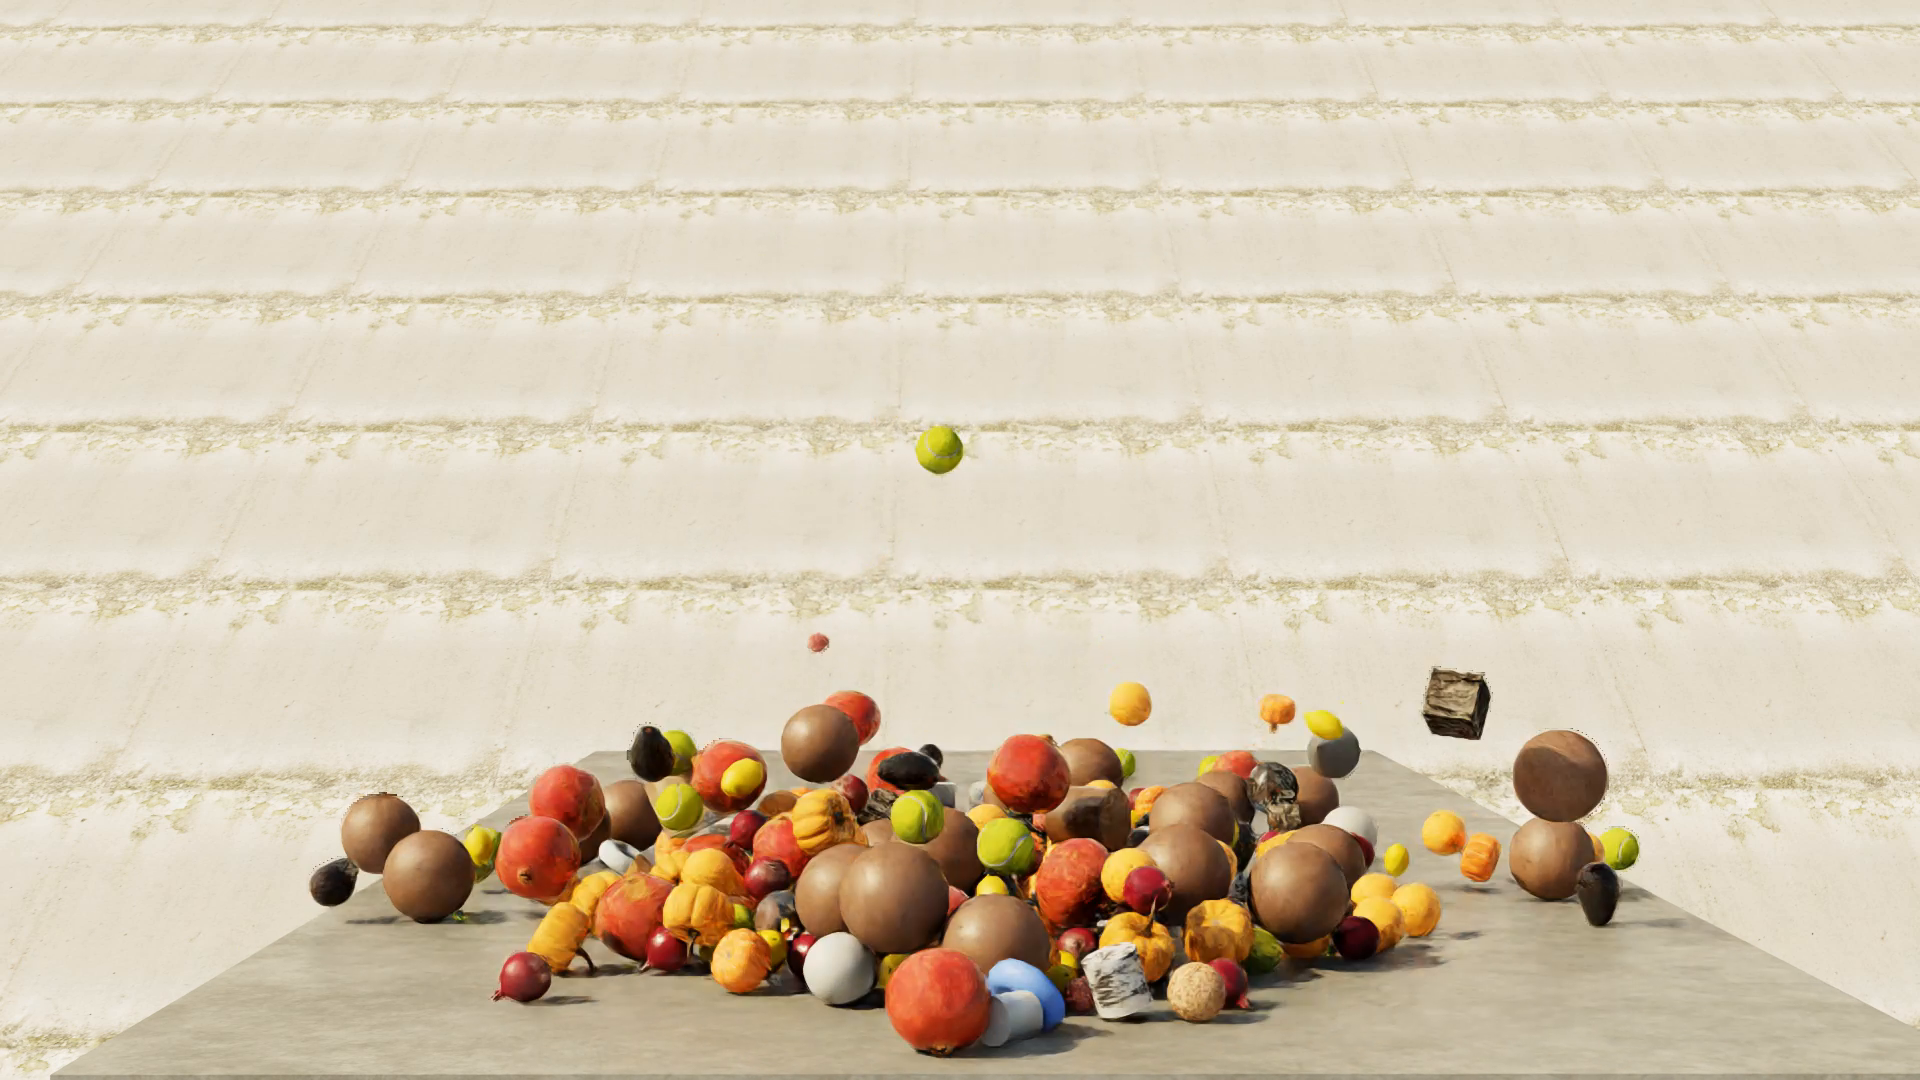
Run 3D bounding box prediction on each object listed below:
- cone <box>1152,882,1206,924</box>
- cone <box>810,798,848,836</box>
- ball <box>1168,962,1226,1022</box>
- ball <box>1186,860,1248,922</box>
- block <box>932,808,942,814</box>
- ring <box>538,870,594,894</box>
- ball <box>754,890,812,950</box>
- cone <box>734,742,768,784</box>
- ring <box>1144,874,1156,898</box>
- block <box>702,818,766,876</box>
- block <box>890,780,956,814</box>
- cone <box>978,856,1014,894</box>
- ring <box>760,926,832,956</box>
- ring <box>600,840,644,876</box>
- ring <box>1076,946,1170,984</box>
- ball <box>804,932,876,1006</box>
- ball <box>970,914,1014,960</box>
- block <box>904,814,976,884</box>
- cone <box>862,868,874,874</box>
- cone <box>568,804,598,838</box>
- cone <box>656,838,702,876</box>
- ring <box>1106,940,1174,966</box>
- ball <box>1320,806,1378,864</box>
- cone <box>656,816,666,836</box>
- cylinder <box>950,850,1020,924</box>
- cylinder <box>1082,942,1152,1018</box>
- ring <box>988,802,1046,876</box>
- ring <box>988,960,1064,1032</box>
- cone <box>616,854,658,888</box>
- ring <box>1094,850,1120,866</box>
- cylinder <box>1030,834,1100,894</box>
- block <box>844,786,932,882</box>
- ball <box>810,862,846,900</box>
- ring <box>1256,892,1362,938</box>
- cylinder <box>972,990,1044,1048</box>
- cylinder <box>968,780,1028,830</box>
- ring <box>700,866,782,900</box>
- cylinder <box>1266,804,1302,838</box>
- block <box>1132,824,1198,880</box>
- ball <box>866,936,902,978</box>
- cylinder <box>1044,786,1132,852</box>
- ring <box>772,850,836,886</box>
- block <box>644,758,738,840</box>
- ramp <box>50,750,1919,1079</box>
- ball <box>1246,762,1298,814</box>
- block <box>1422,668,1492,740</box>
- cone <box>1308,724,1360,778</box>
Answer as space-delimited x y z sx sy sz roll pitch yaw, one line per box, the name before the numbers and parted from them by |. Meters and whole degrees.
cone | 0.320 0.530 3.670 0.068 0.068 0.068 27 31 -4
cone | -0.221 0.518 4.694 0.078 0.078 0.078 -15 25 -25
ball | 0.269 0.513 2.937 0.067 0.067 0.067 0 30 0
ball | 0.367 0.502 3.702 0.088 0.088 0.088 0 30 0
block | -0.066 0.509 4.562 0.069 0.069 0.069 0 -1 0
ring | -0.612 0.531 4.025 0.087 0.029 0.087 -1 0 0
ball | -0.222 0.476 3.242 0.075 0.075 0.075 0 30 0
cone | -0.333 0.333 3.970 0.057 0.057 0.057 -15 61 -25
ring | 0.219 0.514 3.751 0.135 0.045 0.135 -12 -4 -1
block | -0.363 0.499 4.164 0.093 0.093 0.093 0 0 -12
block | -0.069 0.501 4.869 0.086 0.086 0.086 0 0 -44
cone | 0.067 0.510 3.963 0.058 0.058 0.058 -23 2 -34
ring | -0.216 0.529 3.421 0.098 0.033 0.098 0 -1 0
ring | -0.536 0.513 4.143 0.094 0.031 0.094 32 7 -4
ring | 0.201 0.523 3.179 0.116 0.039 0.116 5 -5 0
ball | -0.141 0.504 3.041 0.085 0.085 0.085 0 30 0
ball | 0.041 0.516 3.365 0.059 0.059 0.059 0 30 0
block | -0.037 0.485 4.059 0.096 0.096 0.096 0 73 14
cone | -0.134 0.509 4.236 0.062 0.062 0.062 -7 8 1
cone | -0.662 0.504 4.564 0.054 0.054 0.054 -2 36 2
cone | -0.458 0.507 4.229 0.076 0.076 0.076 0 0 0
ring | 0.228 0.531 3.299 0.093 0.031 0.093 3 3 0
ball | 0.653 0.496 4.349 0.096 0.096 0.096 0 30 0
cone | -0.495 0.502 4.675 0.083 0.083 0.083 -20 9 -30
cylinder | 0.036 0.486 3.606 0.092 0.092 0.092 -2 70 4
cylinder | 0.179 0.502 2.949 0.065 0.065 0.065 -18 7 2
ring | 0.102 0.487 4.208 0.123 0.123 0.041 -16 16 -26
ring | 0.073 0.505 2.866 0.097 0.097 0.032 21 49 32
cone | -0.516 0.532 4.057 0.059 0.059 0.059 -28 26 15
ring | 0.204 0.463 4.034 0.111 0.037 0.111 43 16 -15
cylinder | 0.157 0.478 3.901 0.083 0.083 0.083 8 57 -14
block | -0.108 0.448 3.932 0.092 0.092 0.092 20 21 8
ball | -0.200 0.517 3.920 0.056 0.056 0.056 0 30 0
ring | 0.484 0.520 3.595 0.147 0.049 0.147 2 0 0
cylinder | 0.053 0.519 2.810 0.055 0.055 0.055 27 18 38
cylinder | 0.072 0.498 4.861 0.090 0.090 0.090 0 29 -16
ring | -0.335 0.525 3.966 0.126 0.042 0.126 -1 0 0
cylinder | 0.563 0.488 4.496 0.054 0.054 0.054 -6 29 5
block | 0.333 0.506 4.196 0.077 0.077 0.077 0 0 -34
ball | -0.098 0.520 3.225 0.052 0.052 0.052 0 30 0
cylinder | 0.179 0.388 3.607 0.088 0.088 0.088 0 25 34
ring | -0.232 0.488 3.849 0.098 0.098 0.033 10 72 18
block | -0.417 0.400 4.006 0.091 0.091 0.091 -29 -11 9
ramp | 0.067 0.594 4.649 2.000 0.100 4.000 0 0 0
ball | 0.557 0.442 4.611 0.093 0.093 0.093 0 30 0
block | 0.674 0.223 3.509 0.068 0.068 0.068 6 64 26
cone | 0.549 0.314 3.889 0.083 0.083 0.083 17 -2 27
